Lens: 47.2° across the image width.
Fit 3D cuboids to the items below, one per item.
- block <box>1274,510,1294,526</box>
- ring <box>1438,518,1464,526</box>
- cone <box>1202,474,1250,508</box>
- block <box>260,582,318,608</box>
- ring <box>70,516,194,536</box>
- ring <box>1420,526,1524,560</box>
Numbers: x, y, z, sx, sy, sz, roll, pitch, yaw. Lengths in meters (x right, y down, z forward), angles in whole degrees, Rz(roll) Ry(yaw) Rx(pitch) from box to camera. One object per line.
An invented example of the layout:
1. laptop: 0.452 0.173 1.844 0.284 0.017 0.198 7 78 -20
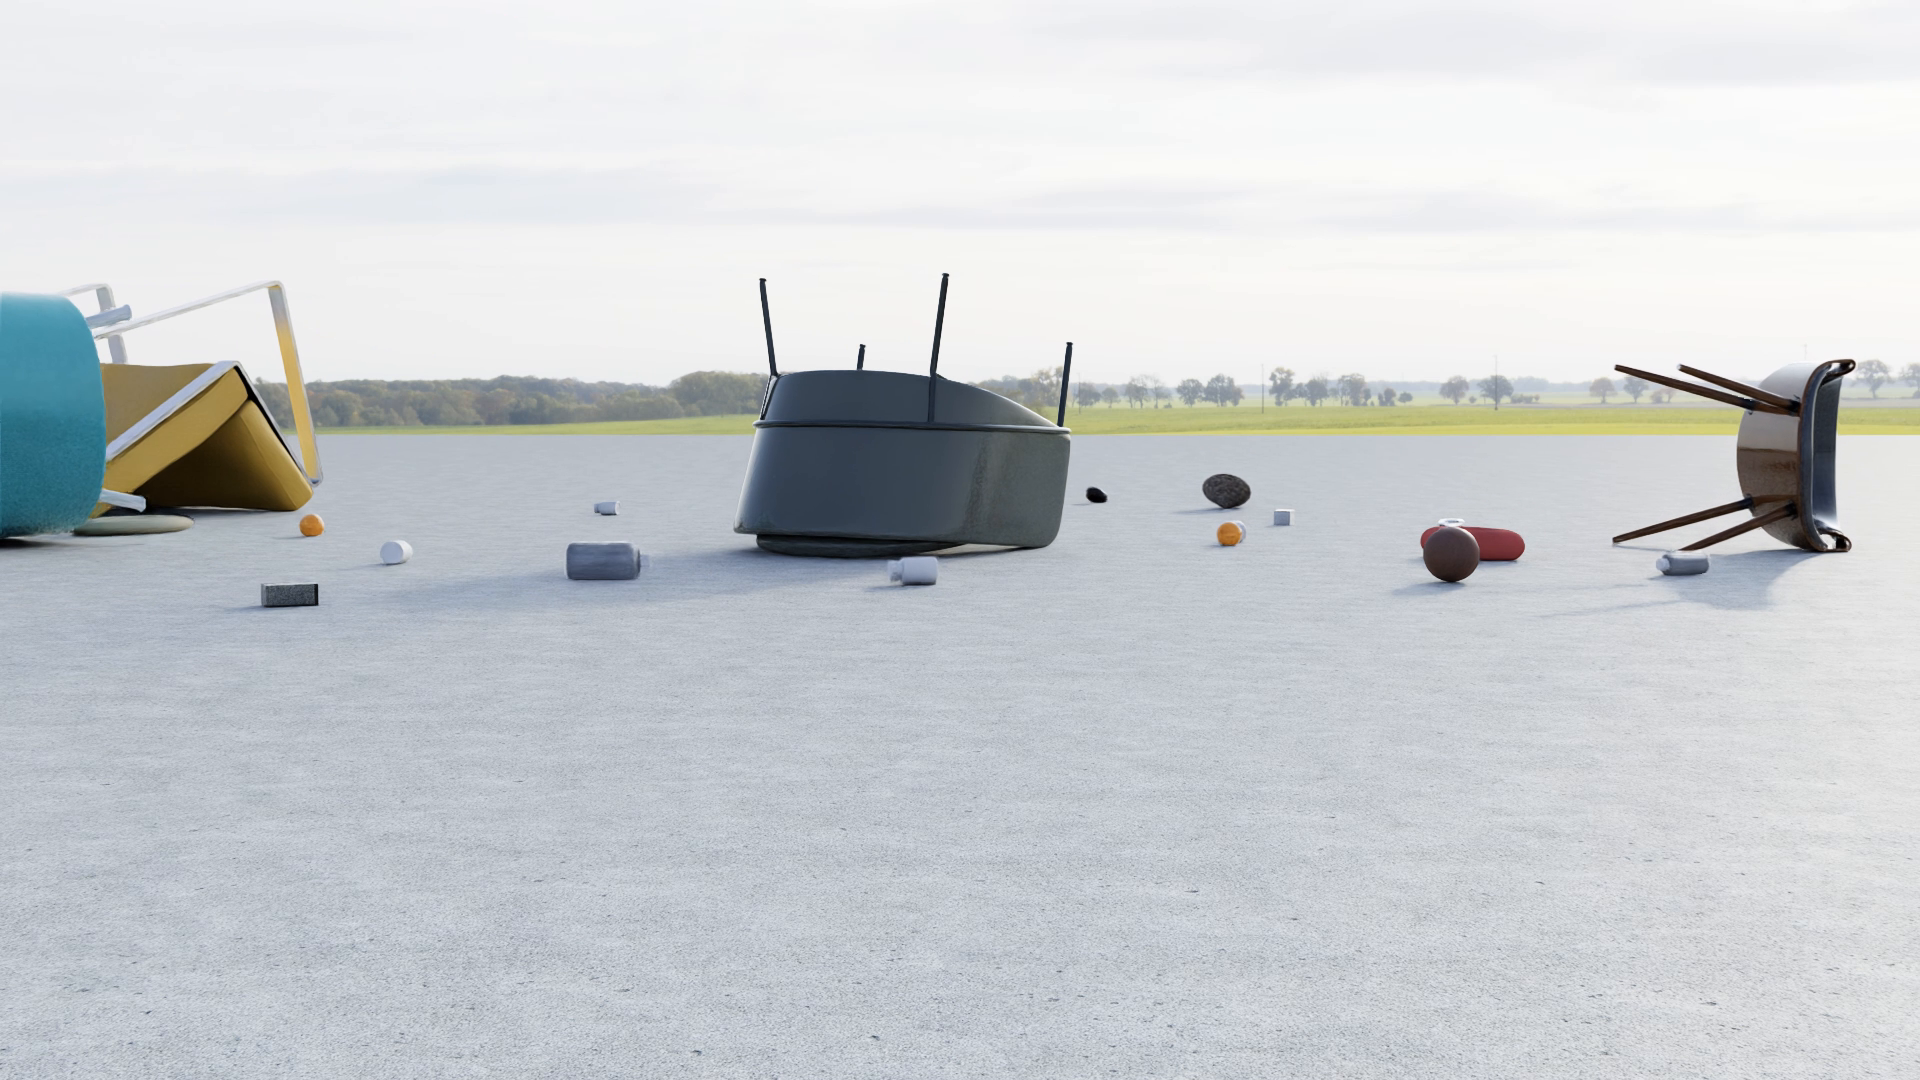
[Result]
1. block: 1.074 -0.075 7.285 0.054 0.048 0.080 1 4 19
2. ring: 1.605 -0.056 7.184 0.096 0.024 0.071 -3 6 -31
3. cone: 0.998 -0.151 8.264 0.181 0.094 0.188 -22 -50 34
4. block: -1.393 0.113 4.569 0.105 0.045 0.066 -2 4 -26
5. ring: -2.578 -0.045 6.850 0.225 0.050 0.393 5 6 44
6. ring: 1.358 0.010 5.835 0.300 0.080 0.156 5 7 43
